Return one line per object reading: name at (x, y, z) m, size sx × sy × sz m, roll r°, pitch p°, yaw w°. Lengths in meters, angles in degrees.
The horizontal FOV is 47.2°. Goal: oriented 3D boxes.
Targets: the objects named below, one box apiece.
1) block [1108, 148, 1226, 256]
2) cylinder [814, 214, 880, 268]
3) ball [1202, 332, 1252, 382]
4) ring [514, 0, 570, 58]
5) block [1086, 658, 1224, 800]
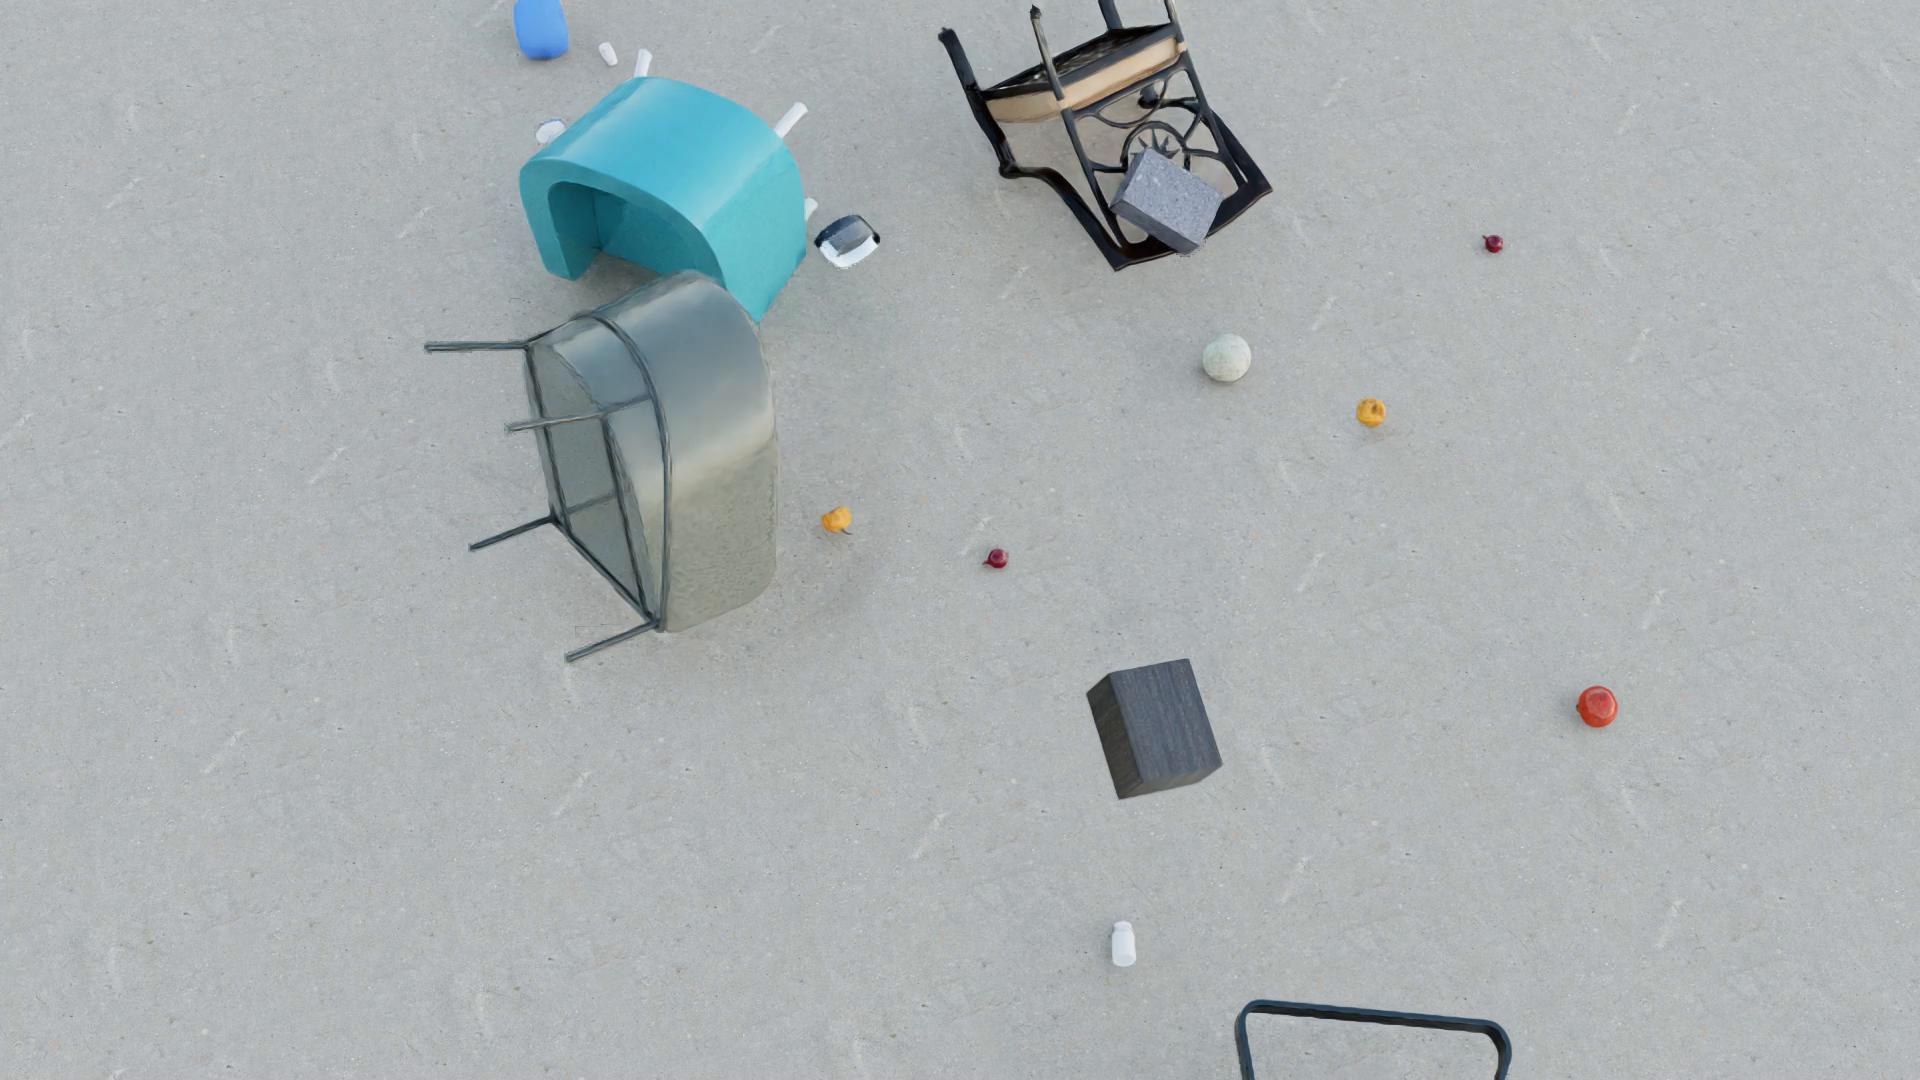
block at (0.657, -1.076, 6.991) m, size 0.295 × 0.125 × 0.198 m, roll 29°, pitch 77°, yaw -12°
cylinder at (-0.366, -0.975, 7.166) m, size 0.187 × 0.103 × 0.108 m, roll -30°, pitch 61°, yaw -19°
ball at (0.832, -0.570, 6.864) m, size 0.153 × 0.153 × 0.153 m, roll 0°, pitch 56°, yaw 0°
ring at (-1.455, -1.784, 7.644) m, size 0.161 × 0.221 × 0.198 m, roll -10°, pitch 39°, yaw -1°
block at (0.513, 0.500, 5.823) m, size 0.238 × 0.169 × 0.301 m, roll -9°, pitch 71°, yaw -22°
